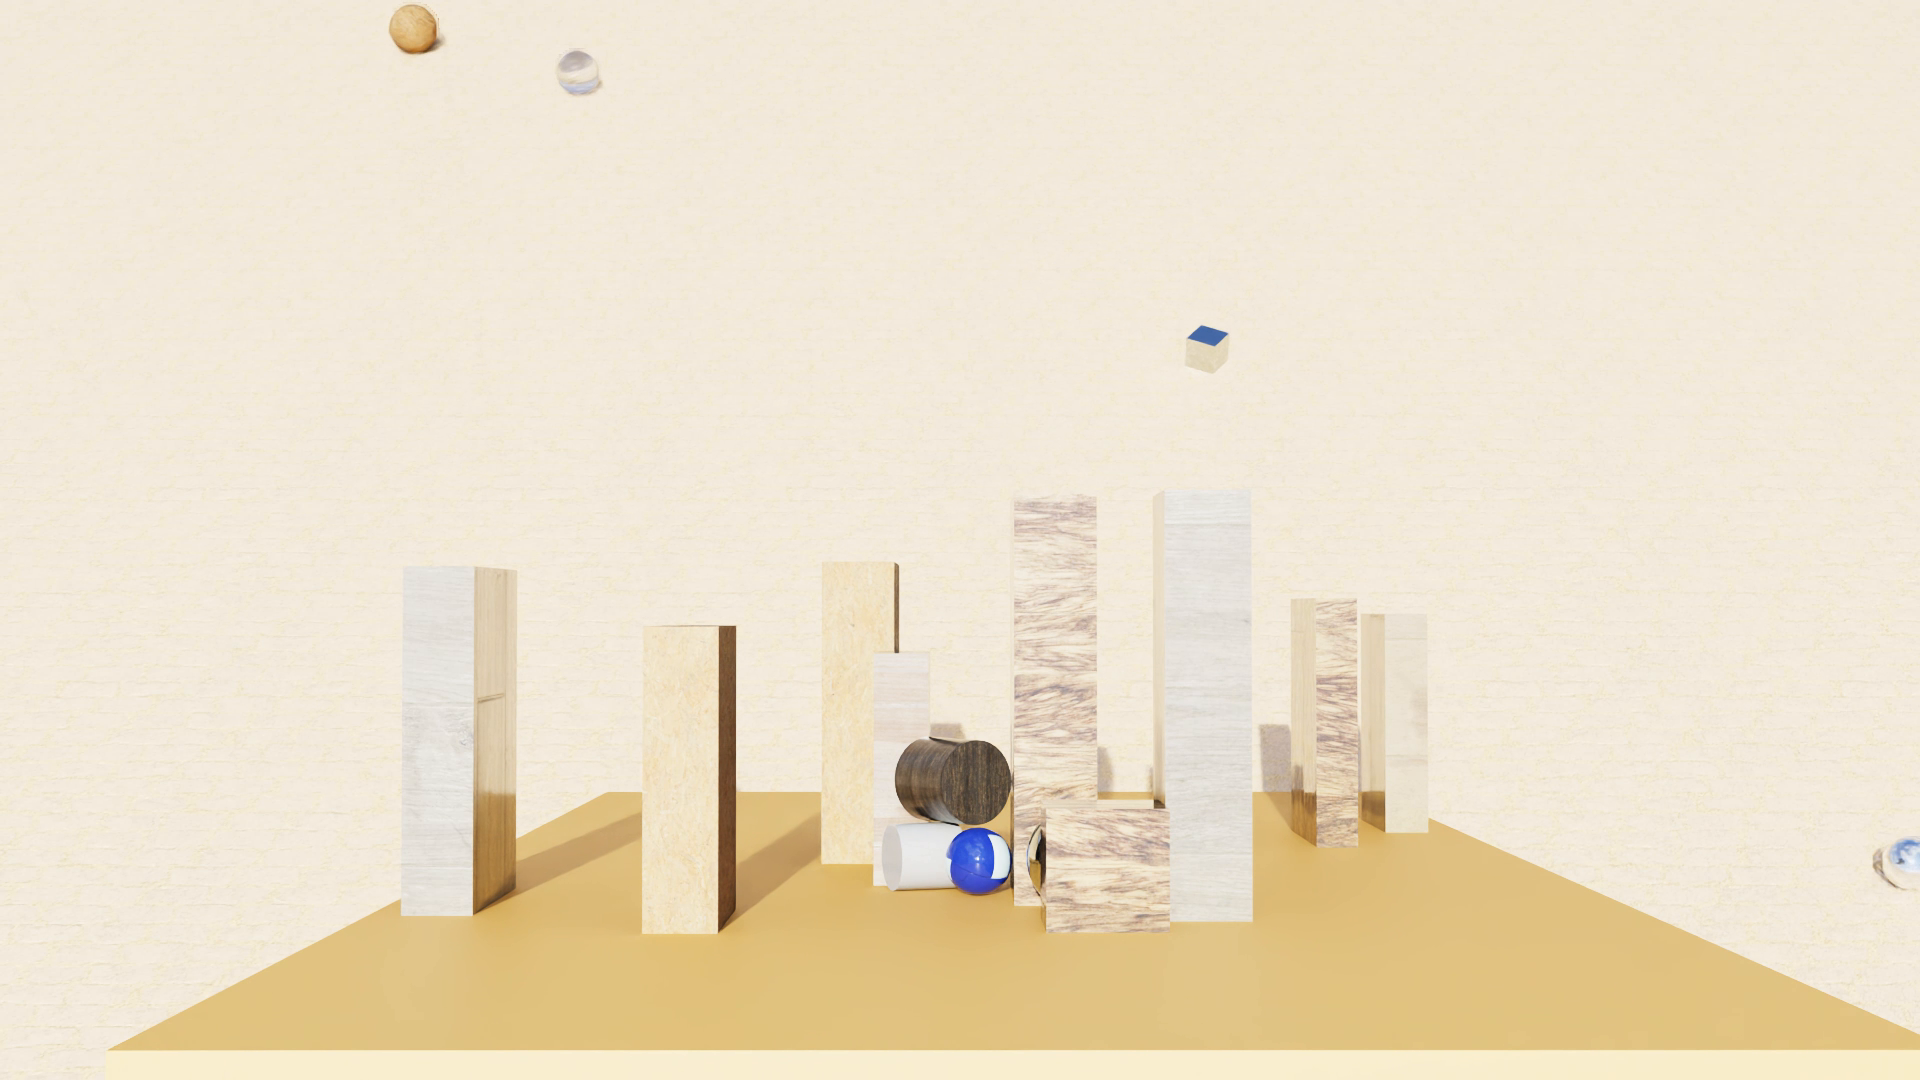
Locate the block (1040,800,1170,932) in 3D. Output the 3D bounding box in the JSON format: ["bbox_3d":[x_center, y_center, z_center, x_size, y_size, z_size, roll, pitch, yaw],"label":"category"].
[{"bbox_3d":[0.217,0.491,3.923,0.182,0.182,0.182,0,-2,-1],"label":"block"}]

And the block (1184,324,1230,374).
[{"bbox_3d":[0.834,-0.643,8.764,0.107,0.107,0.107,19,39,26],"label":"block"}]

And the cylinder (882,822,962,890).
[{"bbox_3d":[-0.062,0.539,4.425,0.114,0.114,0.114,1,33,-20],"label":"cylinder"}]

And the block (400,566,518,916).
[{"bbox_3d":[-0.816,0.319,4.251,0.112,0.545,0.396,0,-2,0],"label":"block"}]

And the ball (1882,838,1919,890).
[{"bbox_3d":[2.411,0.822,6.595,0.131,0.131,0.131,0,34,0],"label":"ball"}]

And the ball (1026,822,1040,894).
[{"bbox_3d":[0.189,0.502,4.098,0.169,0.169,0.169,0,34,0],"label":"ball"}]

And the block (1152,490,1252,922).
[{"bbox_3d":[0.381,0.256,4.100,0.133,0.661,0.245,0,-2,0],"label":"block"}]

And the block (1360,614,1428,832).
[{"bbox_3d":[0.955,0.396,5.721,0.091,0.468,0.331,0,-2,0],"label":"block"}]

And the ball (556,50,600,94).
[{"bbox_3d":[-1.552,-1.897,10.542,0.177,0.177,0.177,0,34,0],"label":"ball"}]

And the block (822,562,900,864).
[{"bbox_3d":[-0.192,0.330,5.097,0.136,0.567,0.441,0,-2,0],"label":"block"}]

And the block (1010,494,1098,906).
[{"bbox_3d":[0.154,0.262,4.352,0.134,0.664,0.326,0,-2,0],"label":"block"}]

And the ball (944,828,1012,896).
[{"bbox_3d":[0.031,0.537,4.339,0.113,0.113,0.113,0,34,0],"label":"ball"}]

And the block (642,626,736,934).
[{"bbox_3d":[-0.412,0.358,3.983,0.111,0.452,0.314,0,-2,0],"label":"block"}]

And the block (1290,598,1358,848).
[{"bbox_3d":[0.757,0.372,5.410,0.083,0.500,0.398,0,-2,0],"label":"block"}]

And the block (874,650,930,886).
[{"bbox_3d":[-0.102,0.401,4.648,0.095,0.401,0.312,0,-2,0],"label":"block"}]

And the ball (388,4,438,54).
[{"bbox_3d":[-2.292,-2.143,10.880,0.200,0.200,0.200,0,34,0],"label":"ball"}]

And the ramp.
[{"bbox_3d":[0.076,0.656,4.805,2.000,0.100,4.000,0,-2,0],"label":"ramp"}]

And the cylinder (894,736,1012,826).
[{"bbox_3d":[-0.013,0.411,4.434,0.144,0.144,0.144,-26,13,-32],"label":"cylinder"}]
